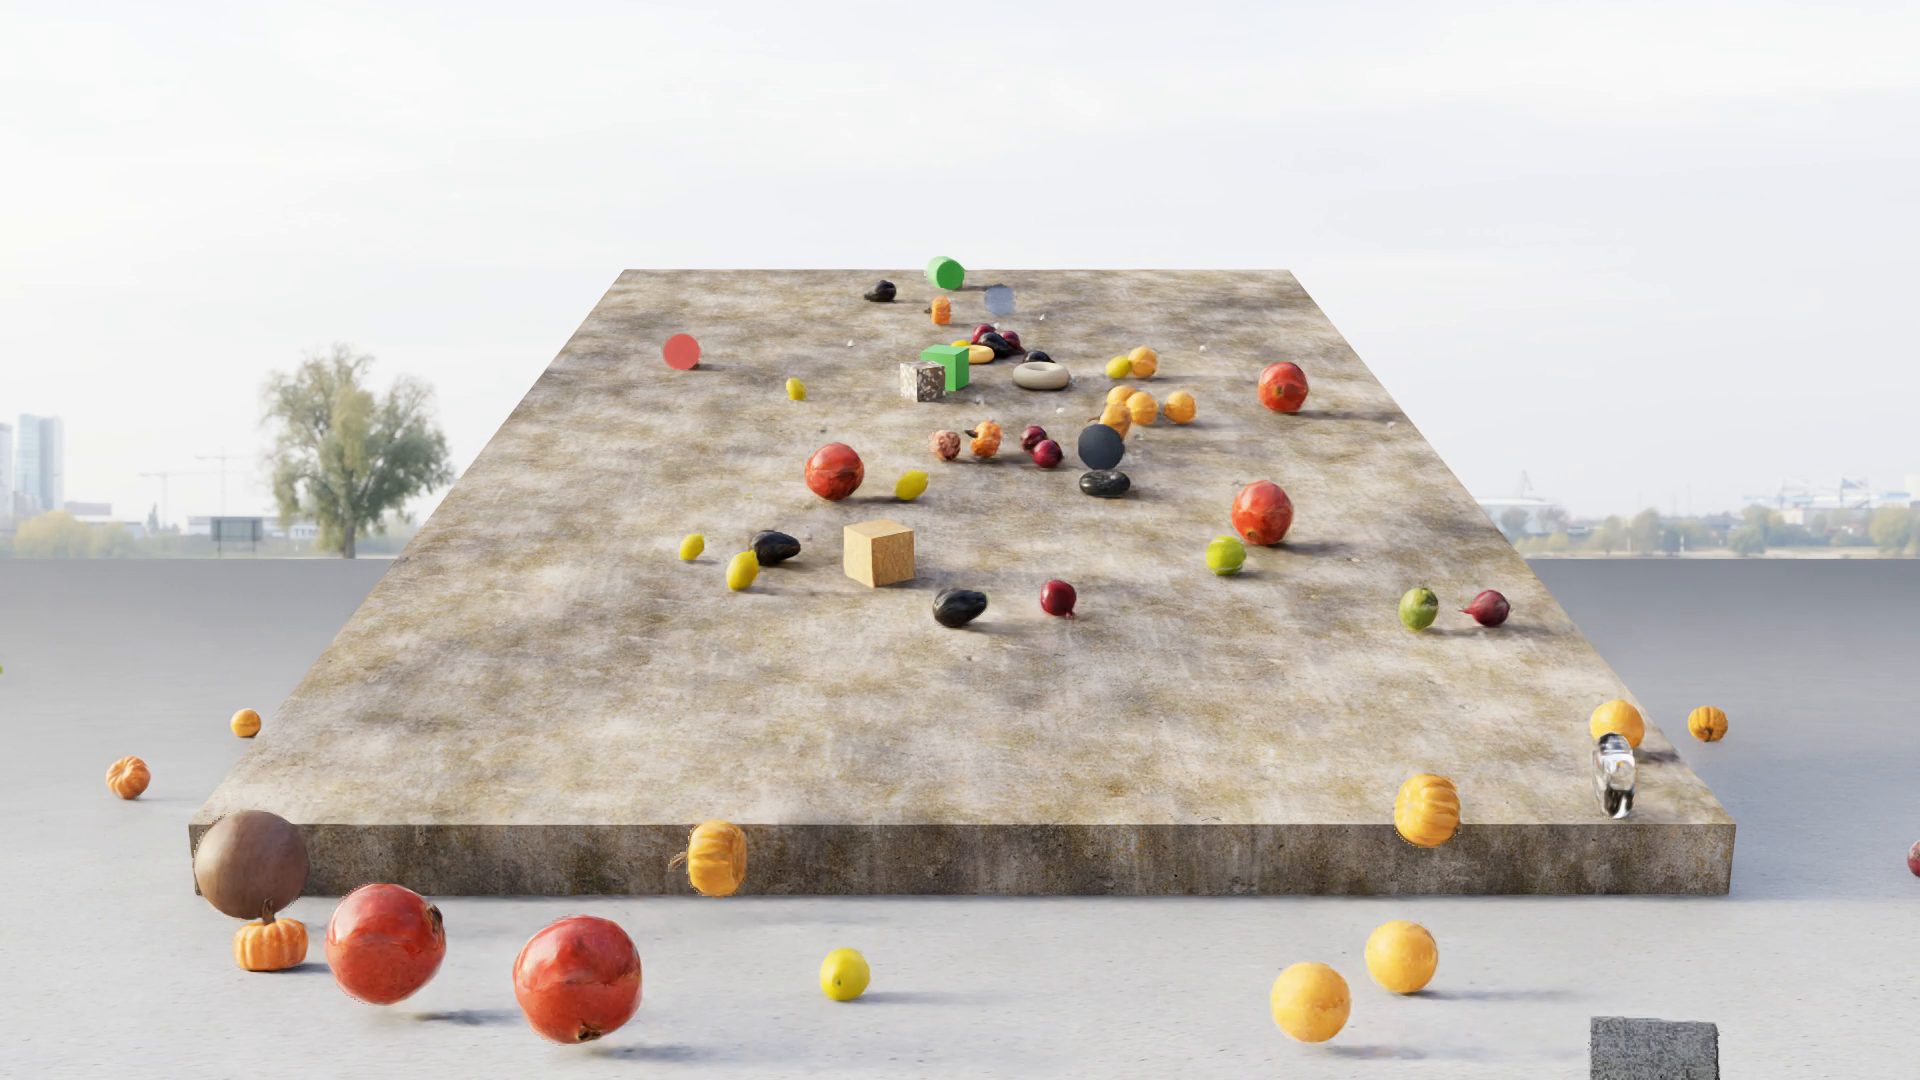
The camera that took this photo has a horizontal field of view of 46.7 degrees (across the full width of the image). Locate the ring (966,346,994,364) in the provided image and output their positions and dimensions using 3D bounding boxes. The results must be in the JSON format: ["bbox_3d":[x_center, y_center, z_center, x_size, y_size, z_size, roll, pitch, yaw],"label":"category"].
[{"bbox_3d":[0.037,-0.457,5.482,0.096,0.032,0.096,0,17,0],"label":"ring"}]

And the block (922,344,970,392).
[{"bbox_3d":[-0.035,-0.405,5.222,0.087,0.087,0.087,7,18,21],"label":"block"}]

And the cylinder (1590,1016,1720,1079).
[{"bbox_3d":[0.527,0.410,1.691,0.091,0.091,0.091,0,0,16],"label":"cylinder"}]

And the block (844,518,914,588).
[{"bbox_3d":[-0.140,0.021,3.843,0.087,0.087,0.087,-12,21,-33],"label":"block"}]

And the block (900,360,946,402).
[{"bbox_3d":[-0.085,-0.366,5.116,0.076,0.076,0.076,-10,20,-29],"label":"block"}]

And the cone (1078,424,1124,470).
[{"bbox_3d":[0.274,-0.180,4.568,0.098,0.098,0.098,0,-10,-14],"label":"cone"}]

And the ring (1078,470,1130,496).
[{"bbox_3d":[0.284,-0.111,4.364,0.102,0.034,0.102,-1,18,0],"label":"ring"}]

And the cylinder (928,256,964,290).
[{"bbox_3d":[-0.041,-0.770,6.403,0.086,0.086,0.086,0,16,-19],"label":"cylinder"}]

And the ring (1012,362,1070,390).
[{"bbox_3d":[0.191,-0.386,5.233,0.136,0.045,0.136,1,18,0],"label":"ring"}]

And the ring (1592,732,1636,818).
[{"bbox_3d":[0.847,0.304,2.883,0.037,0.112,0.112,-10,-2,7],"label":"ring"}]

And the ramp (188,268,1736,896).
[{"bbox_3d":[-0.003,-0.176,4.799,2.000,0.100,4.000,0,17,0],"label":"ramp"}]

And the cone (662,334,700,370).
[{"bbox_3d":[-0.670,-0.447,5.434,0.091,0.091,0.091,0,-10,6],"label":"cone"}]

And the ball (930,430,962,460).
[{"bbox_3d":[-0.030,-0.196,4.584,0.064,0.064,0.064,0,0,0],"label":"ball"}]
